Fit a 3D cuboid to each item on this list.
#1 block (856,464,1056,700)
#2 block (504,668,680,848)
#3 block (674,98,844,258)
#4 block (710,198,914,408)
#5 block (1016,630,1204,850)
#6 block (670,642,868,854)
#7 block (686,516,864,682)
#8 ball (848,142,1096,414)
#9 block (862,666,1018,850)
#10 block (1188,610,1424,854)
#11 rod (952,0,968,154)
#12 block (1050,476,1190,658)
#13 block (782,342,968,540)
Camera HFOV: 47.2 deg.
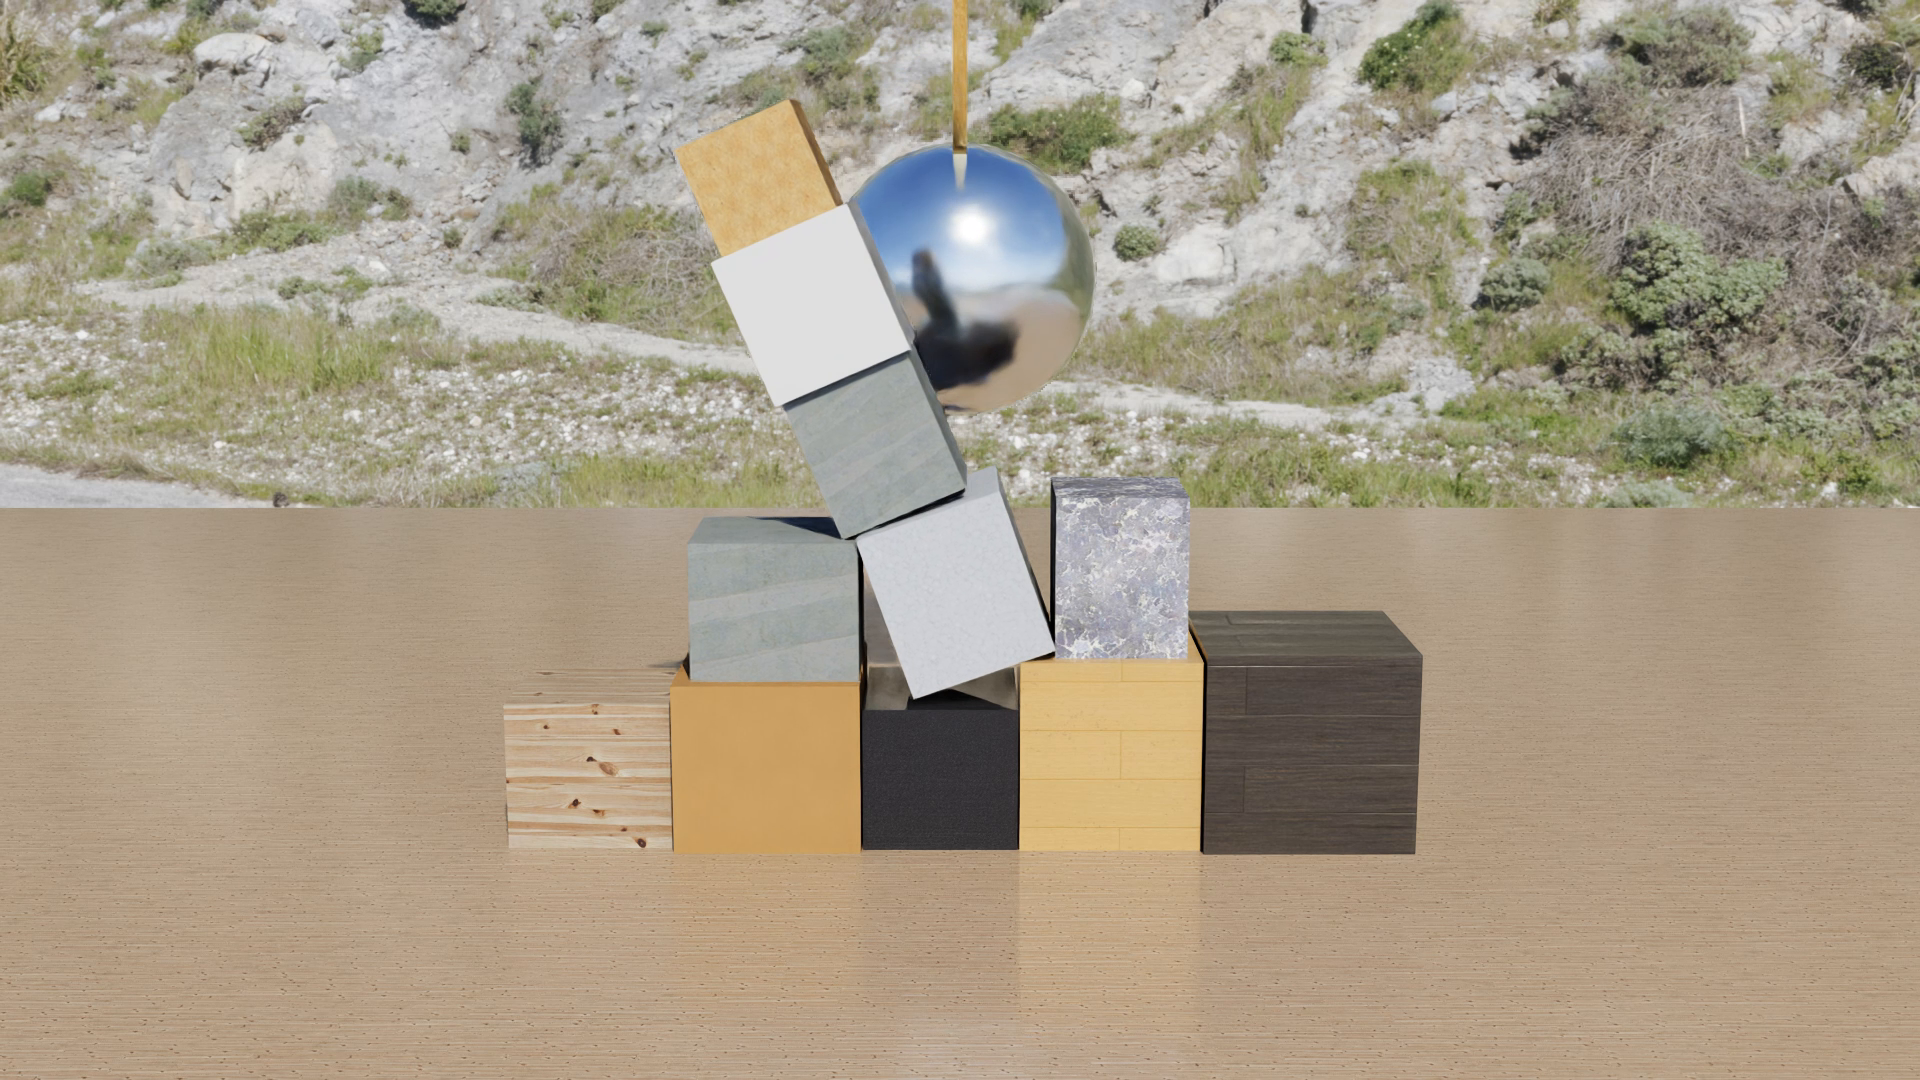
[{"bbox_3d":[-0.020,0.196,11.232,0.743,0.844,0.880,-19,10,3],"label":"block"},{"bbox_3d":[-1.852,1.113,11.369,0.831,0.742,0.779,0,10,0],"label":"block"},{"bbox_3d":[-0.980,-1.788,10.845,0.605,0.559,0.556,-23,10,5],"label":"block"},{"bbox_3d":[-0.717,-1.195,10.969,0.718,0.762,0.720,-23,10,5],"label":"block"},{"bbox_3d":[0.751,1.000,11.374,0.905,0.964,0.914,0,10,0],"label":"block"},{"bbox_3d":[-0.961,1.056,11.367,0.932,0.856,0.969,0,10,0],"label":"block"},{"bbox_3d":[-0.923,0.291,11.232,0.838,0.698,0.780,0,10,0],"label":"block"},{"bbox_3d":[0.000,-1.542,13.008,1.600,1.600,1.600,0,10,0],"label":"ball"},{"bbox_3d":[-0.098,1.117,11.397,0.773,0.724,0.901,0,10,0],"label":"block"},{"bbox_3d":[1.740,0.973,11.374,1.054,1.017,1.051,0,10,0],"label":"block"},{"bbox_3d":[0.000,-4.470,11.281,0.080,5.200,0.080,0,31,0],"label":"rod"},{"bbox_3d":[0.803,0.130,11.208,0.658,0.807,0.701,0,10,0],"label":"block"},{"bbox_3d":[-0.416,-0.520,11.096,0.664,0.739,0.625,-23,10,5],"label":"block"}]
